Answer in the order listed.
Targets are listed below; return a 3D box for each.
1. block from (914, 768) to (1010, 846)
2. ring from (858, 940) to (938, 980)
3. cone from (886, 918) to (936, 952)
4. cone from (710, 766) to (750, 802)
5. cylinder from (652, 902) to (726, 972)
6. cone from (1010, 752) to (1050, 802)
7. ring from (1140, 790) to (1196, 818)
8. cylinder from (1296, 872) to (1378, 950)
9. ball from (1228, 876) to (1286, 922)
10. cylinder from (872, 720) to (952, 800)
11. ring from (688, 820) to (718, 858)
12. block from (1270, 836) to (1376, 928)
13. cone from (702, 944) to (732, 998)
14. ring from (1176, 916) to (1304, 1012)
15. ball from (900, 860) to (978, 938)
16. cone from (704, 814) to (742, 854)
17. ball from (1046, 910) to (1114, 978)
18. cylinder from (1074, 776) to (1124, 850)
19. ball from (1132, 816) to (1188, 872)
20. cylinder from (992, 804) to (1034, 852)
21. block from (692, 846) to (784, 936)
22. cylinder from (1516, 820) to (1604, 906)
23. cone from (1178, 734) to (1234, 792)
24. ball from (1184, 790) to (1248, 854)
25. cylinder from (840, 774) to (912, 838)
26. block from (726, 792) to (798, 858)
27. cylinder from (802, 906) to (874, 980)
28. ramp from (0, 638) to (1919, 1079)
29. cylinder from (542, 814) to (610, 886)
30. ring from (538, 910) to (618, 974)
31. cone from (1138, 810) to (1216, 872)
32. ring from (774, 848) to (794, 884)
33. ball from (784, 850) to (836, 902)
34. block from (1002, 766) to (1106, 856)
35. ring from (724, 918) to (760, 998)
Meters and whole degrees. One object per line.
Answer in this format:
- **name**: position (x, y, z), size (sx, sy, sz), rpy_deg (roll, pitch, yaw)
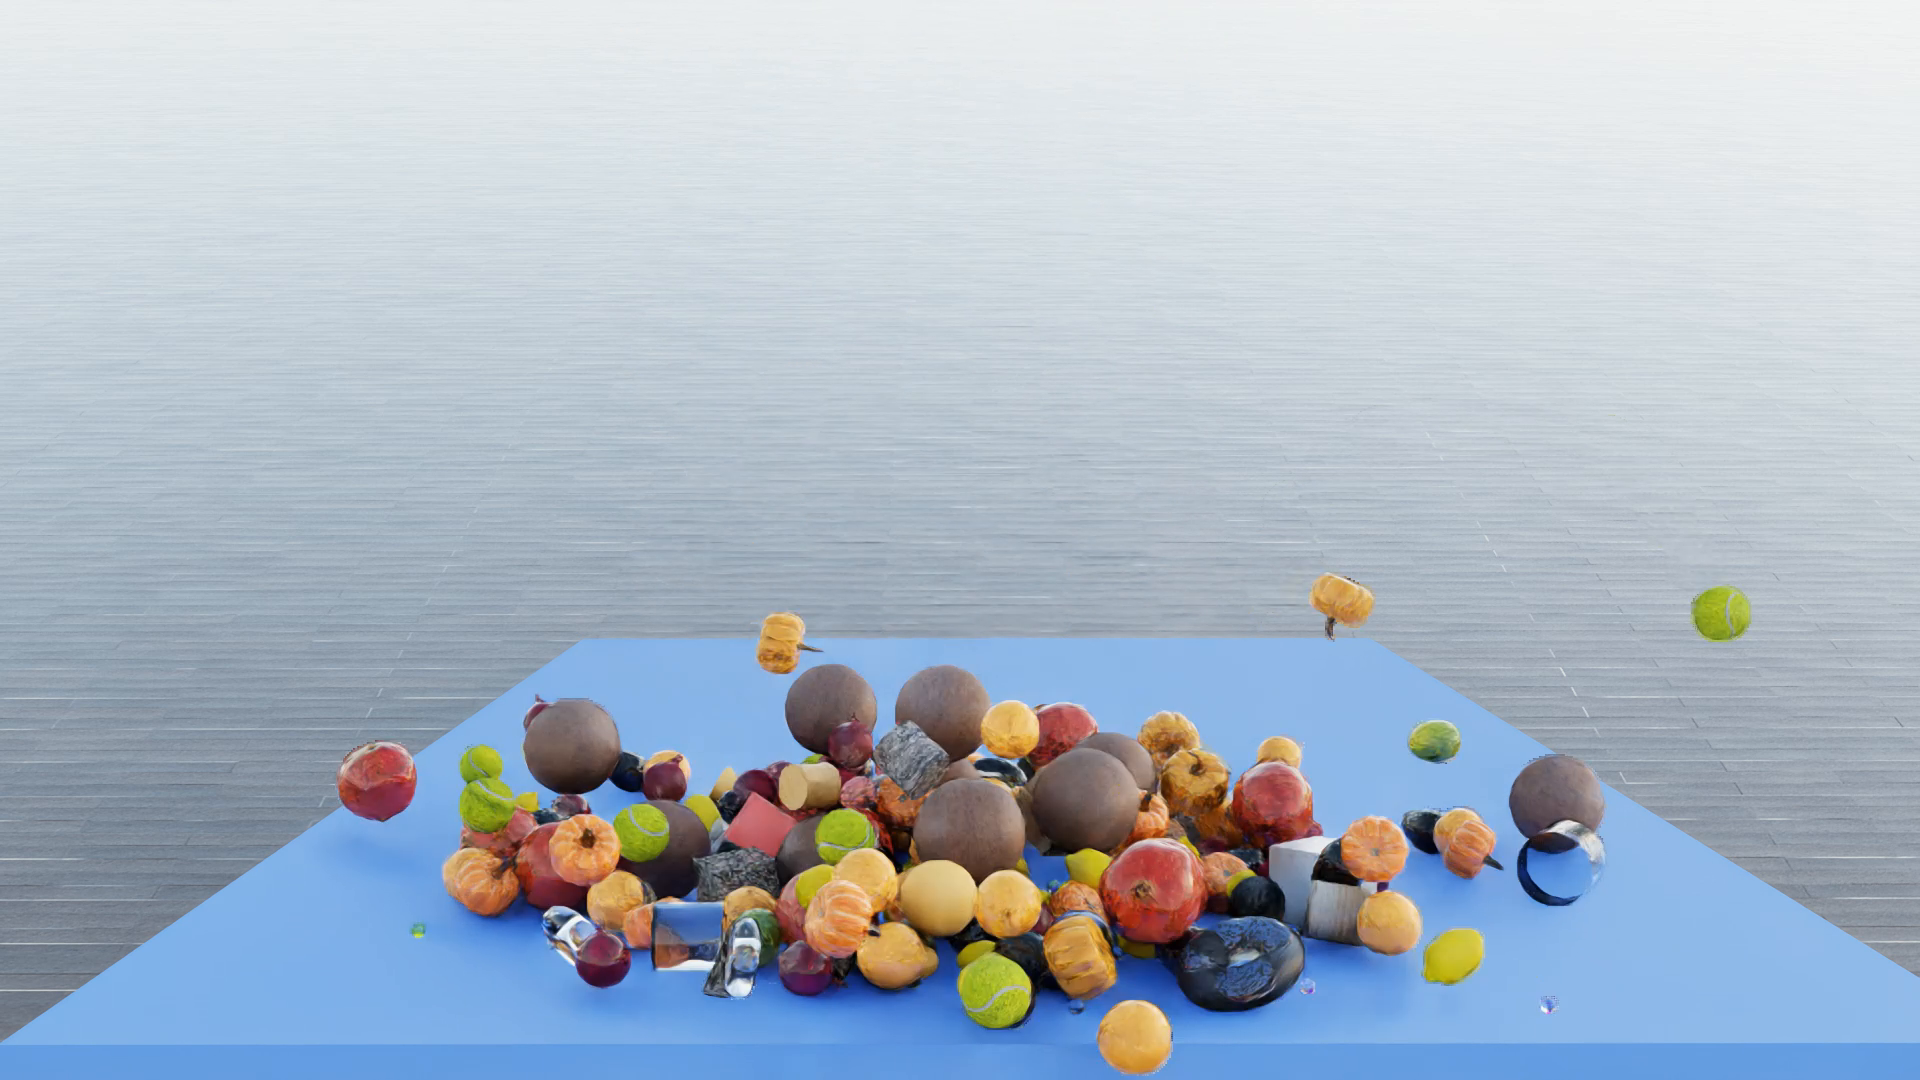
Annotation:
- **block**: position (0.004, 0.378, 3.648), size (0.094, 0.094, 0.094), rpy_deg (3, 1, 39)
- **ring**: position (-0.069, 0.463, 2.833), size (0.092, 0.031, 0.092), rpy_deg (4, 3, 0)
- **cone**: position (-0.050, 0.432, 2.902), size (0.060, 0.060, 0.060), rpy_deg (4, 55, 11)
- **cone**: position (-0.346, 0.393, 3.985), size (0.063, 0.063, 0.063), rpy_deg (28, 27, 11)
- **cylinder**: position (-0.300, 0.440, 2.844), size (0.077, 0.077, 0.077), rpy_deg (0, 20, -1)
- **cone**: position (0.095, 0.388, 3.995), size (0.083, 0.083, 0.083), rpy_deg (19, 42, 41)
- **ring**: position (0.319, 0.399, 3.878), size (0.094, 0.031, 0.094), rpy_deg (0, 2, 0)
- **cylinder**: position (0.436, 0.431, 2.970), size (0.068, 0.068, 0.068), rpy_deg (33, 28, 10)
- **ball**: position (0.352, 0.432, 3.041), size (0.068, 0.068, 0.068), rpy_deg (0, 20, 0)
- **cylinder**: position (-0.059, 0.269, 3.143), size (0.070, 0.070, 0.070), rpy_deg (42, 38, 20)
- **ring**: position (-0.336, 0.414, 3.556), size (0.121, 0.040, 0.121), rpy_deg (0, 4, 0)
- **block**: position (0.440, 0.415, 3.110), size (0.092, 0.092, 0.092), rpy_deg (3, 5, 45)
- **cone**: position (-0.251, 0.455, 2.747), size (0.053, 0.053, 0.053), rpy_deg (-2, 10, 0)
- **ring**: position (0.296, 0.447, 2.709), size (0.139, 0.046, 0.139), rpy_deg (-15, 22, 6)
- **ball**: position (-0.023, 0.399, 2.859), size (0.087, 0.087, 0.087), rpy_deg (0, 20, 0)
- **cone**: position (-0.292, 0.395, 3.336), size (0.057, 0.057, 0.057), rpy_deg (30, 14, -16)
- **ball**: position (0.131, 0.442, 2.814), size (0.075, 0.075, 0.075), rpy_deg (0, 20, 0)
- **cylinder**: position (0.174, 0.382, 3.598), size (0.082, 0.082, 0.082), rpy_deg (14, 23, 33)
- **ball**: position (0.263, 0.399, 3.369), size (0.074, 0.074, 0.074), rpy_deg (0, 20, 0)
- **cylinder**: position (0.080, 0.402, 3.587), size (0.061, 0.061, 0.061), rpy_deg (-3, 4, -7)
- **block**: position (-0.265, 0.419, 3.063), size (0.079, 0.079, 0.079), rpy_deg (-9, 9, -22)
- **cylinder**: position (0.757, 0.407, 3.235), size (0.093, 0.093, 0.093), rpy_deg (9, 7, 24)
- **cone**: position (0.358, 0.360, 3.940), size (0.087, 0.087, 0.087), rpy_deg (38, 9, -7)
- **ball**: position (0.353, 0.390, 3.550), size (0.090, 0.090, 0.090), rpy_deg (0, 20, 0)
- **cylinder**: position (-0.121, 0.380, 3.675), size (0.076, 0.076, 0.076), rpy_deg (-16, 25, -30)
- **block**: position (-0.247, 0.357, 3.182), size (0.062, 0.062, 0.062), rpy_deg (35, -4, -6)
- **cylinder**: position (-0.133, 0.440, 2.798), size (0.057, 0.057, 0.057), rpy_deg (20, 64, 43)
- **ramp**: position (0.047, 0.424, 4.534), size (2.000, 0.100, 4.000), rpy_deg (0, 4, 0)
- **cylinder**: position (-0.490, 0.395, 3.278), size (0.083, 0.083, 0.083), rpy_deg (-3, -1, -7)
- **ring**: position (-0.417, 0.439, 2.807), size (0.098, 0.098, 0.033), rpy_deg (15, 61, 36)
- **cone**: position (0.278, 0.421, 3.424), size (0.092, 0.092, 0.092), rpy_deg (-27, 24, -5)
- **ring**: position (-0.271, 0.426, 3.349), size (0.123, 0.041, 0.123), rpy_deg (-4, 4, 0)
- **ball**: position (-0.188, 0.422, 3.231), size (0.065, 0.065, 0.065), rpy_deg (0, 20, 0)
- **block**: position (0.127, 0.366, 3.462), size (0.084, 0.084, 0.084), rpy_deg (46, 13, 23)
- **ring**: position (-0.224, 0.431, 2.649), size (0.028, 0.083, 0.083), rpy_deg (9, 19, -10)
